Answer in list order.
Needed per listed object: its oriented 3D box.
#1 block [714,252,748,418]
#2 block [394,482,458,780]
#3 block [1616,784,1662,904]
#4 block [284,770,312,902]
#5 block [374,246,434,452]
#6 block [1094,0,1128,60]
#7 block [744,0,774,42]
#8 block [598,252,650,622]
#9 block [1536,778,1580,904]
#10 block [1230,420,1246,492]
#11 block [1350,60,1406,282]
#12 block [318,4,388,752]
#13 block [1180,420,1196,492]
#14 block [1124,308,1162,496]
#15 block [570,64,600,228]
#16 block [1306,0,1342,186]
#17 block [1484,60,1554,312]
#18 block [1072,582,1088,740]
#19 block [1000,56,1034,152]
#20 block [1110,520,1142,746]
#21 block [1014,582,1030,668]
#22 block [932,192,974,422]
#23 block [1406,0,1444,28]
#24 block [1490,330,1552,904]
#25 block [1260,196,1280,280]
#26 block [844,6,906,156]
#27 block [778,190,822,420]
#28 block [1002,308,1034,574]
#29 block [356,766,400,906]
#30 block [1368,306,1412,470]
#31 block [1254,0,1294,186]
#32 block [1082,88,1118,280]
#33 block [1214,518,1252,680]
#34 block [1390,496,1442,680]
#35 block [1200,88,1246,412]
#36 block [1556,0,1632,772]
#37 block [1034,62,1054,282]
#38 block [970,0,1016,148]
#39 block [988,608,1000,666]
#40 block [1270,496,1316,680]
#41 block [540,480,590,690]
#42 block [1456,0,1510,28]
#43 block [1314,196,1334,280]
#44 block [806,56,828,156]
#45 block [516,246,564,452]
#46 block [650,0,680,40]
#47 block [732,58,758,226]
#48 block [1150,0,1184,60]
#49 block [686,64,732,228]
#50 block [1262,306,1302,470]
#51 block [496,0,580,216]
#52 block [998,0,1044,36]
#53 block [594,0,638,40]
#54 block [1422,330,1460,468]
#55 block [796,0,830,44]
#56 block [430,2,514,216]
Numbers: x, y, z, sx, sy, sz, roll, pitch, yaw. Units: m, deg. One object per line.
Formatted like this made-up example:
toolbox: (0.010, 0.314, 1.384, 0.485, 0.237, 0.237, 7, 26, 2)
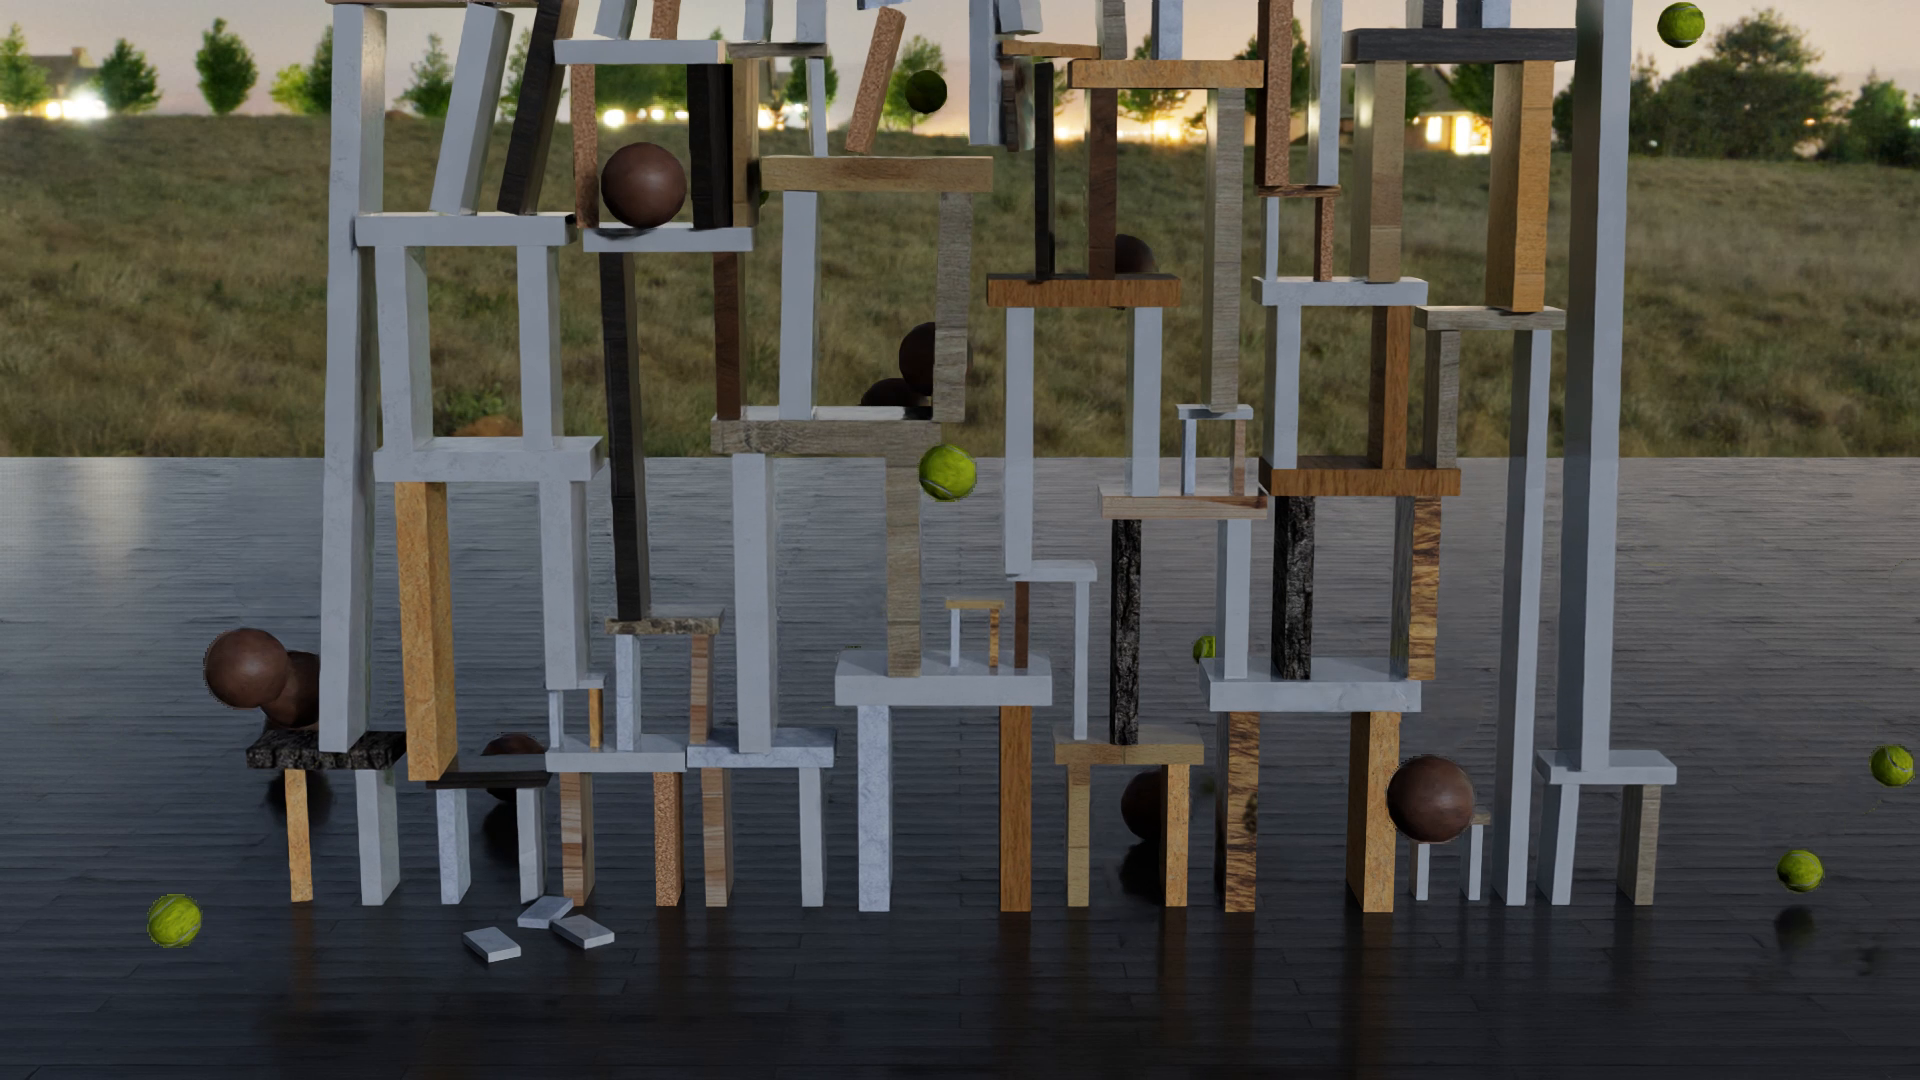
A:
block: (-0.363, -0.332, 3.488, 0.037, 0.260, 0.130, 0, 12, 0)
block: (-0.867, 0.133, 3.578, 0.048, 0.486, 0.169, 0, 11, -2)
block: (1.125, 0.489, 3.648, 0.029, 0.205, 0.103, 1, 11, 0)
block: (-1.103, 0.473, 3.666, 0.033, 0.231, 0.116, -3, 11, -16)
block: (-0.881, -0.310, 3.490, 0.045, 0.320, 0.160, 0, 11, -2)
block: (0.229, -0.872, 3.398, 0.034, 0.258, 0.121, -4, 11, -1)
block: (-0.302, -0.866, 3.356, 0.028, 0.203, 0.099, 6, 13, 2)
block: (-0.535, -0.171, 3.519, 0.037, 0.587, 0.130, -1, 12, -1)
block: (0.991, 0.489, 3.648, 0.029, 0.205, 0.103, 2, 11, 0)
block: (0.445, -0.139, 3.529, 0.017, 0.118, 0.059, 0, 11, 0)
block: (0.656, -0.580, 3.458, 0.048, 0.336, 0.168, 0, 10, 0)
block: (-0.973, -0.250, 3.522, 0.045, 1.177, 0.159, 4, 10, -2)
block: (0.367, -0.139, 3.529, 0.017, 0.118, 0.059, 0, 11, 0)
block: (0.292, -0.229, 3.516, 0.042, 0.299, 0.149, 0, 11, 0)
block: (-0.583, -0.613, 3.416, 0.035, 0.247, 0.123, -2, 12, -10)
block: (0.568, -0.782, 3.410, 0.031, 0.455, 0.110, 0, 11, 0)
block: (0.882, -0.559, 3.473, 0.048, 0.383, 0.168, 0, 10, -2)
block: (0.197, 0.189, 3.595, 0.020, 0.264, 0.072, 0, 10, 0)
block: (0.093, -0.682, 3.438, 0.020, 0.143, 0.072, 2, 15, 26)
block: (0.269, 0.137, 3.582, 0.037, 0.371, 0.131, 0, 11, 0)
block: (0.100, 0.130, 3.582, 0.020, 0.144, 0.072, 1, 11, 0)
block: (-0.013, -0.372, 3.467, 0.050, 0.353, 0.176, 2, 11, -1)
block: (0.719, -0.899, 3.396, 0.031, 0.220, 0.110, -1, 10, -2)
block: (0.913, 0.126, 3.585, 0.031, 0.942, 0.108, 0, 10, -1)
block: (0.488, -0.477, 3.472, 0.018, 0.130, 0.065, 0, 11, -1)
block: (-0.132, -0.714, 3.432, 0.032, 0.223, 0.112, 15, 9, 1)
block: (-0.251, -0.376, 3.476, 0.050, 0.353, 0.176, 2, 11, -1)
block: (0.092, -0.168, 3.524, 0.042, 0.422, 0.149, 0, 11, -1)
block: (-0.966, 0.476, 3.650, 0.033, 0.231, 0.116, 0, 10, 0)
block: (0.684, -0.250, 3.509, 0.036, 0.257, 0.129, 0, 11, 0)
block: (0.488, -0.776, 3.411, 0.036, 0.443, 0.127, 0, 11, -1)
block: (0.219, -0.560, 3.449, 0.041, 0.292, 0.146, 0, 11, -1)
block: (0.443, 0.083, 3.572, 0.037, 0.261, 0.131, 0, 10, 0)
block: (0.740, 0.063, 3.576, 0.042, 0.299, 0.149, 0, 11, 0)
block: (0.413, -0.458, 3.469, 0.041, 0.498, 0.146, 0, 11, 0)
block: (1.007, -0.367, 3.489, 0.044, 1.477, 0.154, -1, 11, 0)
block: (0.130, -0.566, 3.381, 0.020, 0.328, 0.072, 2, 14, 10)
block: (0.051, -0.724, 3.410, 0.032, 0.223, 0.112, 3, 9, 22)
block: (0.055, 0.154, 3.587, 0.013, 0.095, 0.047, 1, 9, -1)
block: (0.541, 0.063, 3.576, 0.042, 0.299, 0.149, 0, 11, 0)
block: (-0.640, 0.058, 3.571, 0.048, 0.338, 0.169, 0, 10, -2)
block: (0.808, -0.944, 3.392, 0.044, 0.308, 0.154, -2, 10, -2)
block: (0.574, -0.477, 3.472, 0.018, 0.130, 0.065, 0, 11, 0)
block: (-0.222, -0.675, 3.417, 0.021, 0.150, 0.075, -4, 15, -8)
block: (-0.666, -0.311, 3.498, 0.045, 0.320, 0.160, 0, 11, -3)
block: (-0.443, -0.867, 3.365, 0.028, 0.199, 0.099, 8, 11, -2)
block: (-0.333, -0.618, 3.414, 0.021, 0.256, 0.075, 3, 12, 9)
block: (0.320, -0.868, 3.392, 0.036, 0.254, 0.127, 0, 11, 0)
block: (-0.377, -0.610, 3.401, 0.035, 0.247, 0.123, 2, 12, 16)
block: (0.513, -0.250, 3.509, 0.036, 0.257, 0.129, 0, 11, 0)
block: (-0.637, -0.764, 3.414, 0.036, 0.516, 0.126, 14, 11, -1)
block: (0.082, -0.904, 3.384, 0.034, 0.242, 0.121, -4, 9, 18)
block: (-0.505, -0.892, 3.357, 0.036, 0.253, 0.126, 14, 11, -3)
block: (0.768, -0.230, 3.514, 0.031, 0.216, 0.108, 0, 11, 0)
block: (-0.220, -0.957, 3.330, 0.044, 0.393, 0.155, 1, 15, -2)
block: (-0.761, -0.671, 3.434, 0.045, 0.319, 0.159, 12, 10, -4)
